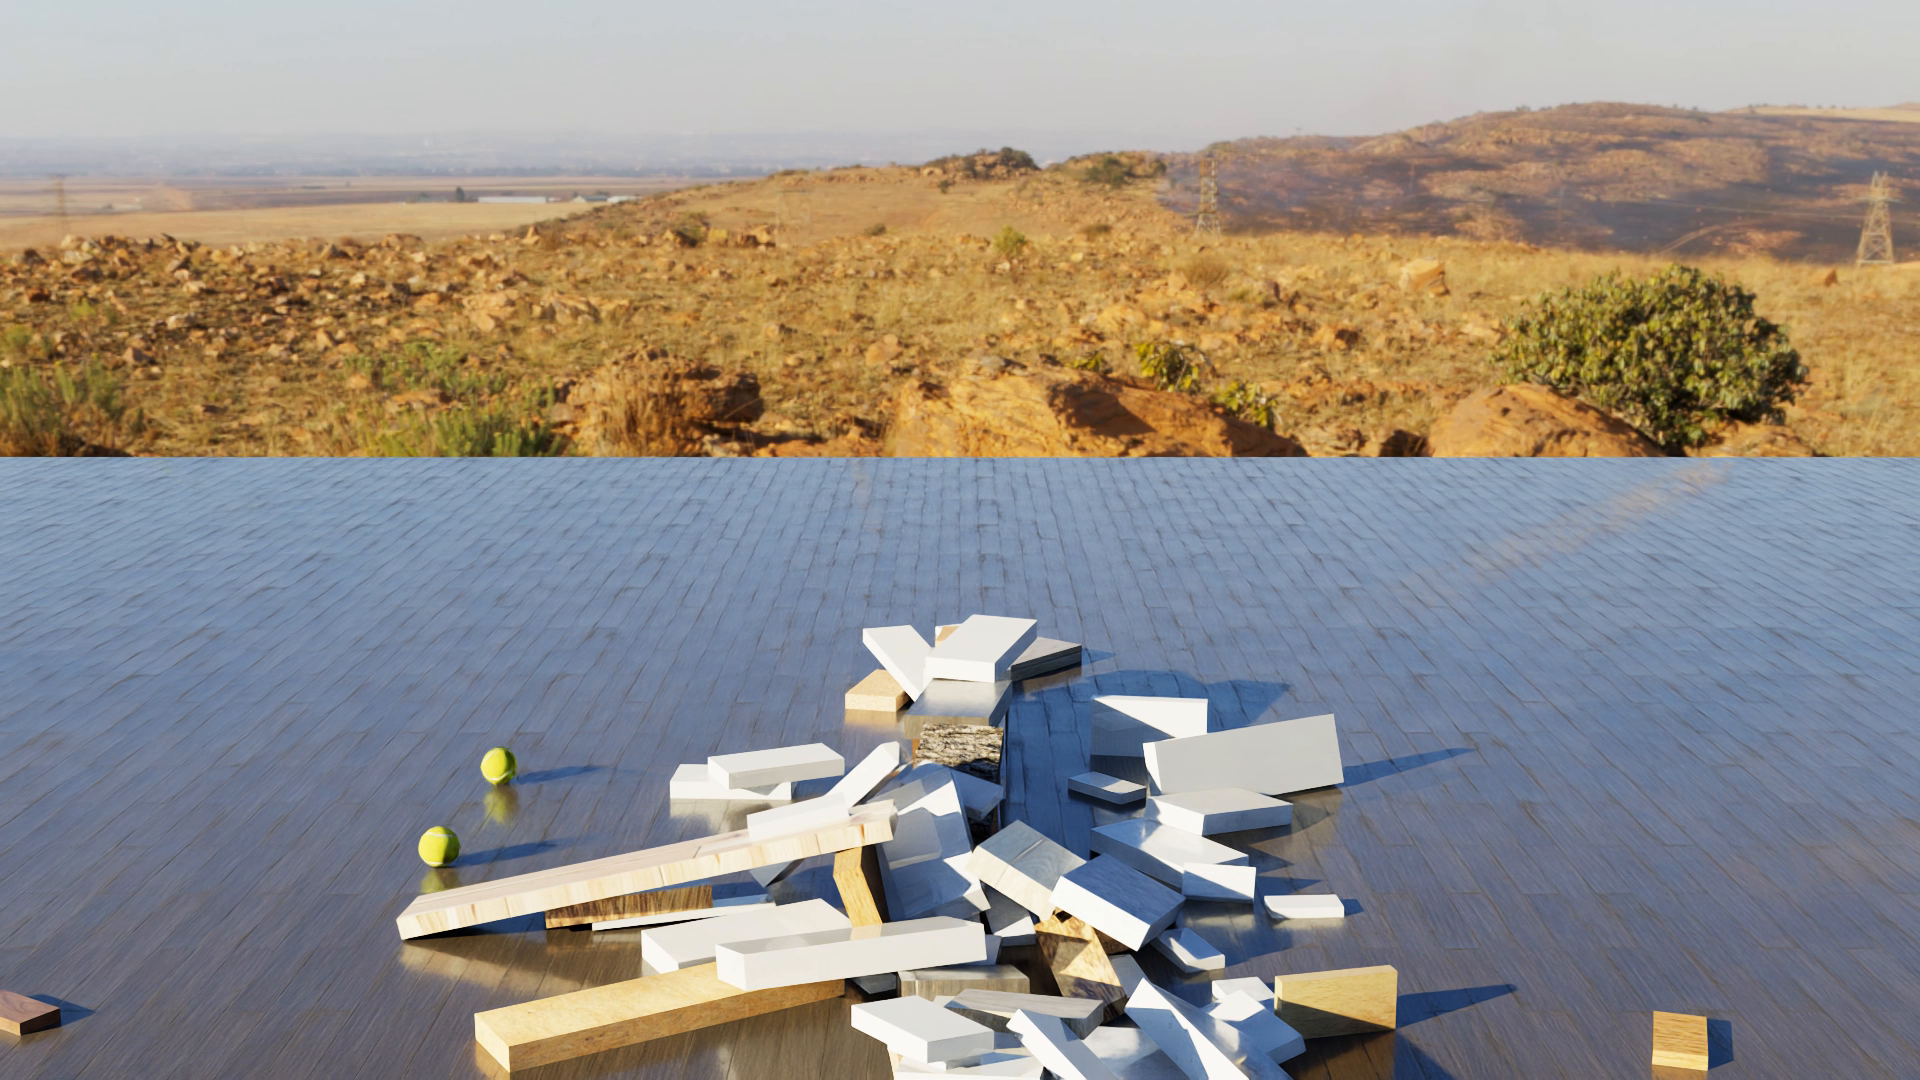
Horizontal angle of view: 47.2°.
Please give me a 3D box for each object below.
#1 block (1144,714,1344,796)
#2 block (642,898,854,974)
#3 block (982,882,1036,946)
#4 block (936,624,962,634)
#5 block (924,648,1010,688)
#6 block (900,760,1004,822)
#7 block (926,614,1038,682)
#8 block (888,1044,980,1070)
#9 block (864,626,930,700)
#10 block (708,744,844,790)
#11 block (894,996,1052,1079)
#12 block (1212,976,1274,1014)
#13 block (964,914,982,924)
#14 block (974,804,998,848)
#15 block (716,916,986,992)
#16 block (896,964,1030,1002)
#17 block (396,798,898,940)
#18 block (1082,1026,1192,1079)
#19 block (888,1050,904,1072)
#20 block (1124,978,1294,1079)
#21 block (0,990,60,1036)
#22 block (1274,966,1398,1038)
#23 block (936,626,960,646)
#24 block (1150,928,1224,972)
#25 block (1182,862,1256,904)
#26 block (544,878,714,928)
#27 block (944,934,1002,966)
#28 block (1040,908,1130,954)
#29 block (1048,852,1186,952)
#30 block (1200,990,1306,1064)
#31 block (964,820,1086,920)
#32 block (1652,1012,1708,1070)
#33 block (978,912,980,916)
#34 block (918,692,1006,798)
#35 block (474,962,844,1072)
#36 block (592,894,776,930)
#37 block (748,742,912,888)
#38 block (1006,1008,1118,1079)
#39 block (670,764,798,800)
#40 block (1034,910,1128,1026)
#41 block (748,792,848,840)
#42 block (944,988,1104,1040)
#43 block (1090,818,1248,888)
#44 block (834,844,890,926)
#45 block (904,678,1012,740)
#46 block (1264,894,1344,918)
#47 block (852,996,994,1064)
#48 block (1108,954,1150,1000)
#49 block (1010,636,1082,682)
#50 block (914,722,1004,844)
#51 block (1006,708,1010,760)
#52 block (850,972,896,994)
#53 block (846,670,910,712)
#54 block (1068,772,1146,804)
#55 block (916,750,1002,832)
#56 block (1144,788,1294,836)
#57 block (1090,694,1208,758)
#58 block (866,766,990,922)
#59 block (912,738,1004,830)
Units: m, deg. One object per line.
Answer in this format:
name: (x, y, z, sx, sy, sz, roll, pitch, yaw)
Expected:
block: (0.543, 0.424, 4.180, 0.419, 0.134, 0.038, -6, -5, -29)
block: (-0.320, 0.620, 3.389, 0.302, 0.043, 0.151, -6, 12, -28)
block: (0.072, 0.592, 3.487, 0.069, 0.020, 0.138, -1, 28, -12)
block: (0.003, 0.237, 5.513, 0.071, 0.020, 0.142, -5, 12, -27)
block: (0.019, 0.274, 4.634, 0.176, 0.050, 0.353, 1, 4, 1)
block: (-0.014, 0.425, 3.735, 0.157, 0.022, 0.079, 16, 33, 26)
block: (0.047, 0.219, 4.481, 0.141, 0.040, 0.324, 4, 14, 16)
block: (-0.031, 0.606, 2.617, 0.054, 0.015, 0.108, -3, 4, -40)
block: (-0.079, 0.304, 4.920, 0.115, 0.033, 0.562, -4, 19, -19)
block: (-0.354, 0.435, 4.233, 0.235, 0.033, 0.117, -5, 12, -25)
block: (0.030, 0.632, 2.709, 0.169, 0.048, 0.338, 1, 3, 8)
block: (0.423, 0.670, 3.182, 0.070, 0.020, 0.140, -2, 11, -13)
block: (-0.003, 0.605, 3.444, 0.069, 0.020, 0.138, -5, 24, -9)
block: (-0.007, 0.510, 3.732, 0.145, 0.041, 0.290, 0, 30, -1)
block: (-0.159, 0.595, 3.178, 0.354, 0.050, 0.177, -4, -4, -19)
block: (-0.001, 0.626, 3.062, 0.169, 0.048, 0.338, -1, -8, -3)
block: (-0.490, 0.519, 3.474, 0.793, 0.033, 0.117, -12, 8, 5)
block: (0.226, 0.693, 2.807, 0.153, 0.043, 0.381, 5, 2, -4)
block: (0.002, 0.674, 2.820, 0.169, 0.048, 0.337, 0, 3, -5)
block: (0.355, 0.680, 2.793, 0.177, 0.050, 0.354, 32, 0, -21)
block: (-1.359, 0.677, 3.152, 0.131, 0.018, 0.065, 7, 12, 32)
block: (0.529, 0.652, 3.097, 0.174, 0.087, 0.025, -3, 11, -14)
block: (0.026, 0.222, 4.734, 0.141, 0.040, 0.282, 1, 4, 3)
block: (0.350, 0.632, 3.392, 0.065, 0.018, 0.131, -4, 11, -19)
block: (0.429, 0.568, 3.640, 0.118, 0.017, 0.059, 2, 55, 12)
block: (-0.539, 0.576, 3.557, 0.264, 0.037, 0.132, -5, 6, -12)
block: (-0.014, 0.628, 3.348, 0.148, 0.020, 0.070, 2, 31, 11)
block: (0.205, 0.605, 3.433, 0.082, 0.023, 0.164, -7, 13, -32)
block: (0.249, 0.558, 3.413, 0.151, 0.043, 0.302, 27, 6, 15)
block: (0.396, 0.681, 3.045, 0.087, 0.025, 0.174, -21, 17, -17)
block: (0.115, 0.524, 3.513, 0.151, 0.043, 0.301, 31, 7, 11)
block: (0.999, 0.694, 3.053, 0.071, 0.020, 0.142, 3, 11, 17)
block: (-0.007, 0.583, 3.540, 0.069, 0.020, 0.138, -2, 28, -4)
block: (0.001, 0.401, 4.344, 0.176, 0.050, 0.353, 0, 23, 1)
block: (-0.424, 0.666, 3.157, 0.516, 0.037, 0.132, -6, 12, -31)
block: (-0.445, 0.598, 3.540, 0.292, 0.014, 0.049, -5, 6, -12)
block: (-0.214, 0.455, 3.658, 0.301, 0.043, 0.151, -43, -8, 4)
block: (0.143, 0.628, 2.601, 0.182, 0.026, 0.091, 41, 9, 37)
block: (-0.435, 0.467, 4.244, 0.230, 0.033, 0.115, 0, 11, 2)
block: (0.178, 0.629, 3.251, 0.082, 0.023, 0.337, -28, 16, -1)
block: (-0.257, 0.437, 3.481, 0.158, 0.022, 0.079, -13, 8, -5)
block: (0.079, 0.593, 2.752, 0.182, 0.026, 0.091, 1, 4, 19)
block: (0.361, 0.543, 3.821, 0.134, 0.038, 0.267, -7, 13, -34)
block: (-0.147, 0.543, 3.452, 0.043, 0.151, 0.322, -20, 8, 1)
block: (0.000, 0.321, 4.202, 0.158, 0.045, 0.316, 1, 9, 9)
block: (0.561, 0.597, 3.584, 0.118, 0.017, 0.059, -1, 11, -3)
block: (-0.046, 0.585, 2.633, 0.091, 0.026, 0.182, -2, 4, -31)
block: (0.234, 0.656, 3.252, 0.082, 0.023, 0.164, -2, 11, -11)
block: (0.148, 0.282, 5.216, 0.141, 0.040, 0.282, 9, 14, 39)
block: (-0.008, 0.419, 3.810, 0.145, 0.041, 0.290, 3, 30, 5)
block: (0.013, 0.371, 4.581, 0.176, 0.050, 0.353, 1, 18, 2)
block: (-0.134, 0.652, 3.295, 0.049, 0.014, 0.098, -6, 12, -28)
block: (-0.167, 0.337, 4.941, 0.115, 0.033, 0.230, 3, 11, 15)
block: (0.283, 0.476, 4.227, 0.071, 0.020, 0.142, -9, 14, -41)
block: (-0.004, 0.471, 3.884, 0.145, 0.041, 0.290, 0, 30, -1)
block: (0.471, 0.491, 3.989, 0.264, 0.037, 0.132, 1, 8, -45)
block: (0.384, 0.381, 4.475, 0.235, 0.117, 0.033, 2, 11, 9)
block: (-0.055, 0.504, 3.551, 0.151, 0.043, 0.331, -23, 30, 3)
block: (-0.006, 0.453, 4.002, 0.158, 0.045, 0.316, -1, 30, -2)
